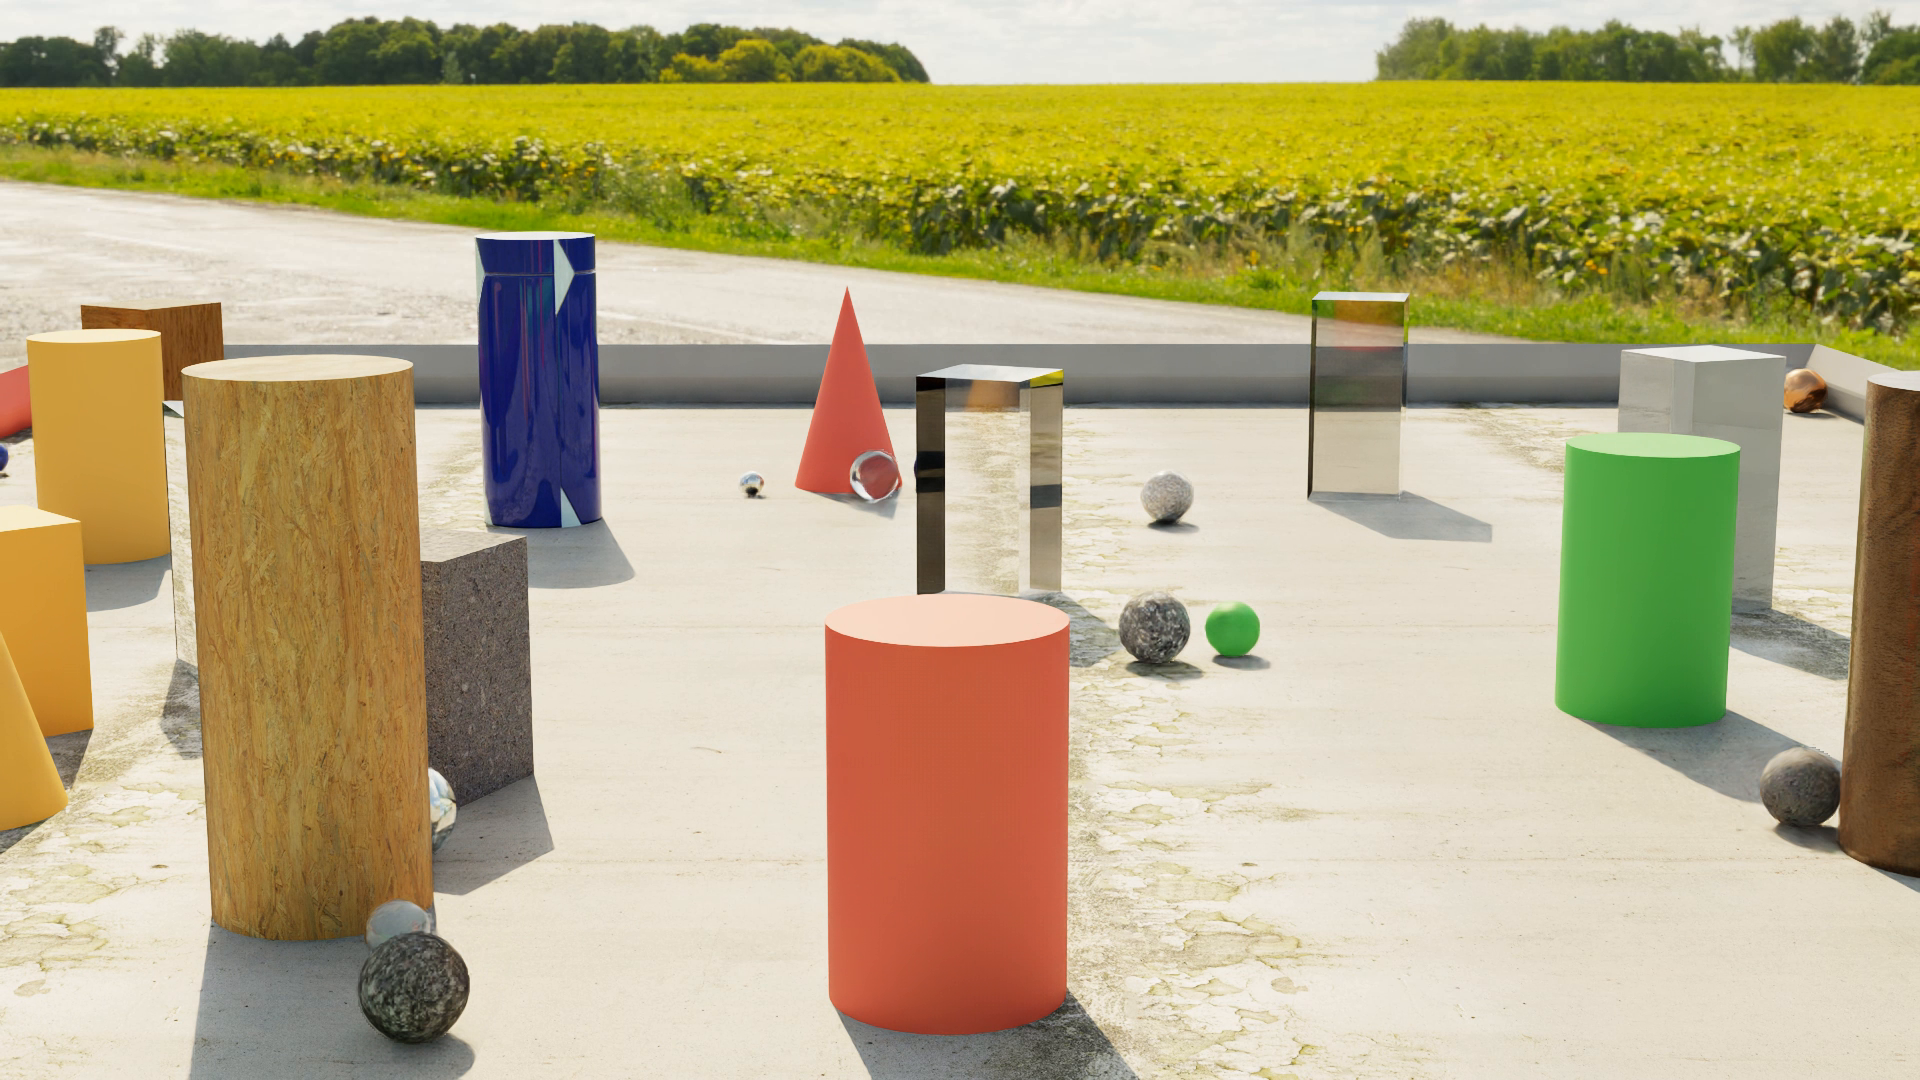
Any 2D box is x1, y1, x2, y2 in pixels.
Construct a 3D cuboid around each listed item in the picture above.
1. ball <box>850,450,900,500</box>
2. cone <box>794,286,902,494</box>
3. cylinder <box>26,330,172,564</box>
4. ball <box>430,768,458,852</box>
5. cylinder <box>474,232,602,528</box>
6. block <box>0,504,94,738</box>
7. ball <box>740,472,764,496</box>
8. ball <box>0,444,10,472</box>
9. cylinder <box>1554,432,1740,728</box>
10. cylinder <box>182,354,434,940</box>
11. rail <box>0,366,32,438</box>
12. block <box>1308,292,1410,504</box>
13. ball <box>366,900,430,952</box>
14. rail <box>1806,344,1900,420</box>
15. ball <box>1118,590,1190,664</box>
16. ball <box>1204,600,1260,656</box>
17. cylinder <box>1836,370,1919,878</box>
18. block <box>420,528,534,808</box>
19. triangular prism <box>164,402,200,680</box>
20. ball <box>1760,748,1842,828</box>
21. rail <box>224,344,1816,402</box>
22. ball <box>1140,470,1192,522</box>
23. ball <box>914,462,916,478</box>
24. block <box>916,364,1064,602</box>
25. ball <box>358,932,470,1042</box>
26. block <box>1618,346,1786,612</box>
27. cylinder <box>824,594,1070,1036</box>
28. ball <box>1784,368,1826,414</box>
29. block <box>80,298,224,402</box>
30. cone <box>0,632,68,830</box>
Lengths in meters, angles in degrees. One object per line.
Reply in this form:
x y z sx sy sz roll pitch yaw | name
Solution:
-0.144 -0.108 4.314 0.084 0.084 0.084 0 11 0 | ball
-0.194 -0.268 4.447 0.189 0.348 0.189 0 11 0 | cone
-1.283 -0.142 3.831 0.189 0.327 0.189 0 11 0 | cylinder
-0.510 0.251 2.370 0.090 0.090 0.090 0 11 0 | ball
-0.674 -0.259 4.108 0.189 0.455 0.189 0 11 0 | cylinder
-1.066 0.093 2.824 0.152 0.233 0.152 -10 14 -42 | block
-0.354 -0.097 4.369 0.041 0.041 0.041 0 11 0 | ball
-1.731 -0.147 4.584 0.062 0.062 0.062 0 11 0 | ball
0.777 0.042 2.907 0.189 0.303 0.189 0 11 0 | cylinder
-0.557 0.087 2.205 0.189 0.473 0.189 0 11 0 | cylinder
-1.850 0.034 3.439 0.045 0.123 4.311 0 11 0 | rail
0.675 -0.243 4.343 0.152 0.338 0.152 2 11 13 | block
-0.460 0.320 2.100 0.052 0.052 0.052 0 11 0 | ball
1.850 0.030 3.460 0.045 0.123 4.311 0 11 0 | rail
0.239 0.106 3.147 0.089 0.089 0.089 0 11 0 | ball
0.339 0.109 3.184 0.069 0.069 0.069 0 11 0 | ball
0.919 0.075 2.357 0.189 0.441 0.189 0 11 0 | cylinder
-0.541 0.126 2.599 0.152 0.251 0.152 5 11 23 | block
-0.909 -0.005 3.114 0.142 0.320 0.164 7 13 33 | triangular prism
0.810 0.239 2.470 0.077 0.077 0.077 0 11 0 | ball
-0.012 -0.359 5.545 3.746 0.123 0.045 0 11 0 | rail
0.331 -0.070 4.107 0.083 0.083 0.083 0 11 0 | ball
-0.054 -0.123 4.465 0.056 0.056 0.056 0 11 0 | ball
0.041 -0.074 3.511 0.152 0.311 0.152 5 12 24 | block
-0.411 0.336 1.931 0.082 0.082 0.082 0 11 0 | ball
0.997 -0.083 3.474 0.152 0.341 0.152 -5 12 -23 | block
-0.010 0.210 2.011 0.189 0.302 0.189 0 11 0 | cylinder
1.768 -0.314 5.384 0.095 0.095 0.095 0 11 0 | ball
-1.285 -0.205 4.108 0.152 0.348 0.152 7 12 32 | block
-0.980 0.109 2.505 0.189 0.318 0.189 0 11 0 | cone
